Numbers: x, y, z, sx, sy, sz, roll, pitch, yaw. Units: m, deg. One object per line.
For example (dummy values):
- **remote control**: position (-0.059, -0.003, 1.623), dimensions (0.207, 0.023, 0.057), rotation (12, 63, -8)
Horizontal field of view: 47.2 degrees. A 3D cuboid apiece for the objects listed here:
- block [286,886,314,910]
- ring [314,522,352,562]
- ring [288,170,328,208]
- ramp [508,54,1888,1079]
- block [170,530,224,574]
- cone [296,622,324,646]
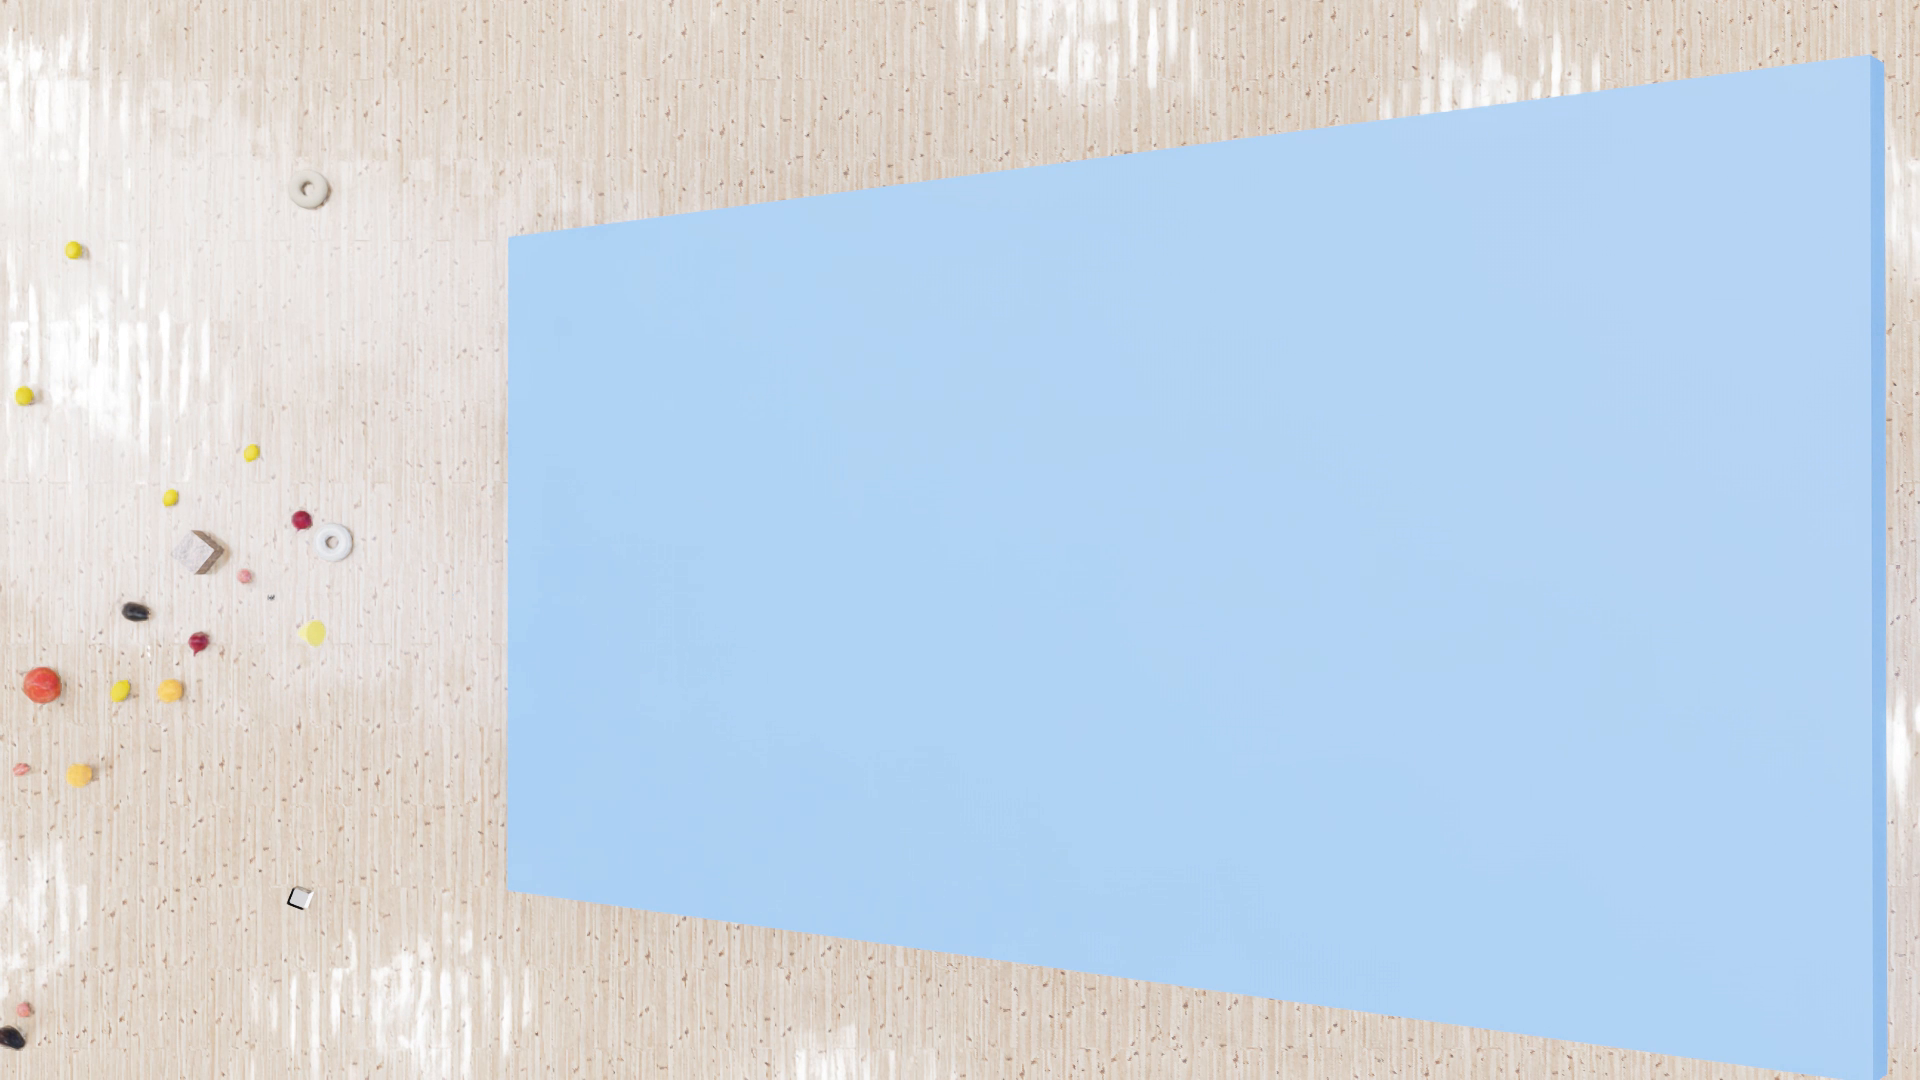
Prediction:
- **block**: position (-2.033, 1.103, 6.776), dimensions (0.053, 0.053, 0.053), rotation (22, 90, 0)
- **ring**: position (-1.937, 0.007, 6.790), dimensions (0.121, 0.040, 0.121), rotation (0, 89, 1)
- **ring**: position (-2.016, -1.085, 6.797), dimensions (0.122, 0.041, 0.122), rotation (0, 88, 0)
- **ramp**: position (0.224, 0.064, 5.541), dimensions (4.000, 0.100, 2.000), rotation (0, 90, 38)
- **block**: position (-2.345, 0.038, 6.761), dimensions (0.098, 0.098, 0.098), rotation (40, 90, 0)
- **cone**: position (-2.019, 0.291, 6.790), dimensions (0.080, 0.080, 0.080), rotation (-2, 90, 27)
